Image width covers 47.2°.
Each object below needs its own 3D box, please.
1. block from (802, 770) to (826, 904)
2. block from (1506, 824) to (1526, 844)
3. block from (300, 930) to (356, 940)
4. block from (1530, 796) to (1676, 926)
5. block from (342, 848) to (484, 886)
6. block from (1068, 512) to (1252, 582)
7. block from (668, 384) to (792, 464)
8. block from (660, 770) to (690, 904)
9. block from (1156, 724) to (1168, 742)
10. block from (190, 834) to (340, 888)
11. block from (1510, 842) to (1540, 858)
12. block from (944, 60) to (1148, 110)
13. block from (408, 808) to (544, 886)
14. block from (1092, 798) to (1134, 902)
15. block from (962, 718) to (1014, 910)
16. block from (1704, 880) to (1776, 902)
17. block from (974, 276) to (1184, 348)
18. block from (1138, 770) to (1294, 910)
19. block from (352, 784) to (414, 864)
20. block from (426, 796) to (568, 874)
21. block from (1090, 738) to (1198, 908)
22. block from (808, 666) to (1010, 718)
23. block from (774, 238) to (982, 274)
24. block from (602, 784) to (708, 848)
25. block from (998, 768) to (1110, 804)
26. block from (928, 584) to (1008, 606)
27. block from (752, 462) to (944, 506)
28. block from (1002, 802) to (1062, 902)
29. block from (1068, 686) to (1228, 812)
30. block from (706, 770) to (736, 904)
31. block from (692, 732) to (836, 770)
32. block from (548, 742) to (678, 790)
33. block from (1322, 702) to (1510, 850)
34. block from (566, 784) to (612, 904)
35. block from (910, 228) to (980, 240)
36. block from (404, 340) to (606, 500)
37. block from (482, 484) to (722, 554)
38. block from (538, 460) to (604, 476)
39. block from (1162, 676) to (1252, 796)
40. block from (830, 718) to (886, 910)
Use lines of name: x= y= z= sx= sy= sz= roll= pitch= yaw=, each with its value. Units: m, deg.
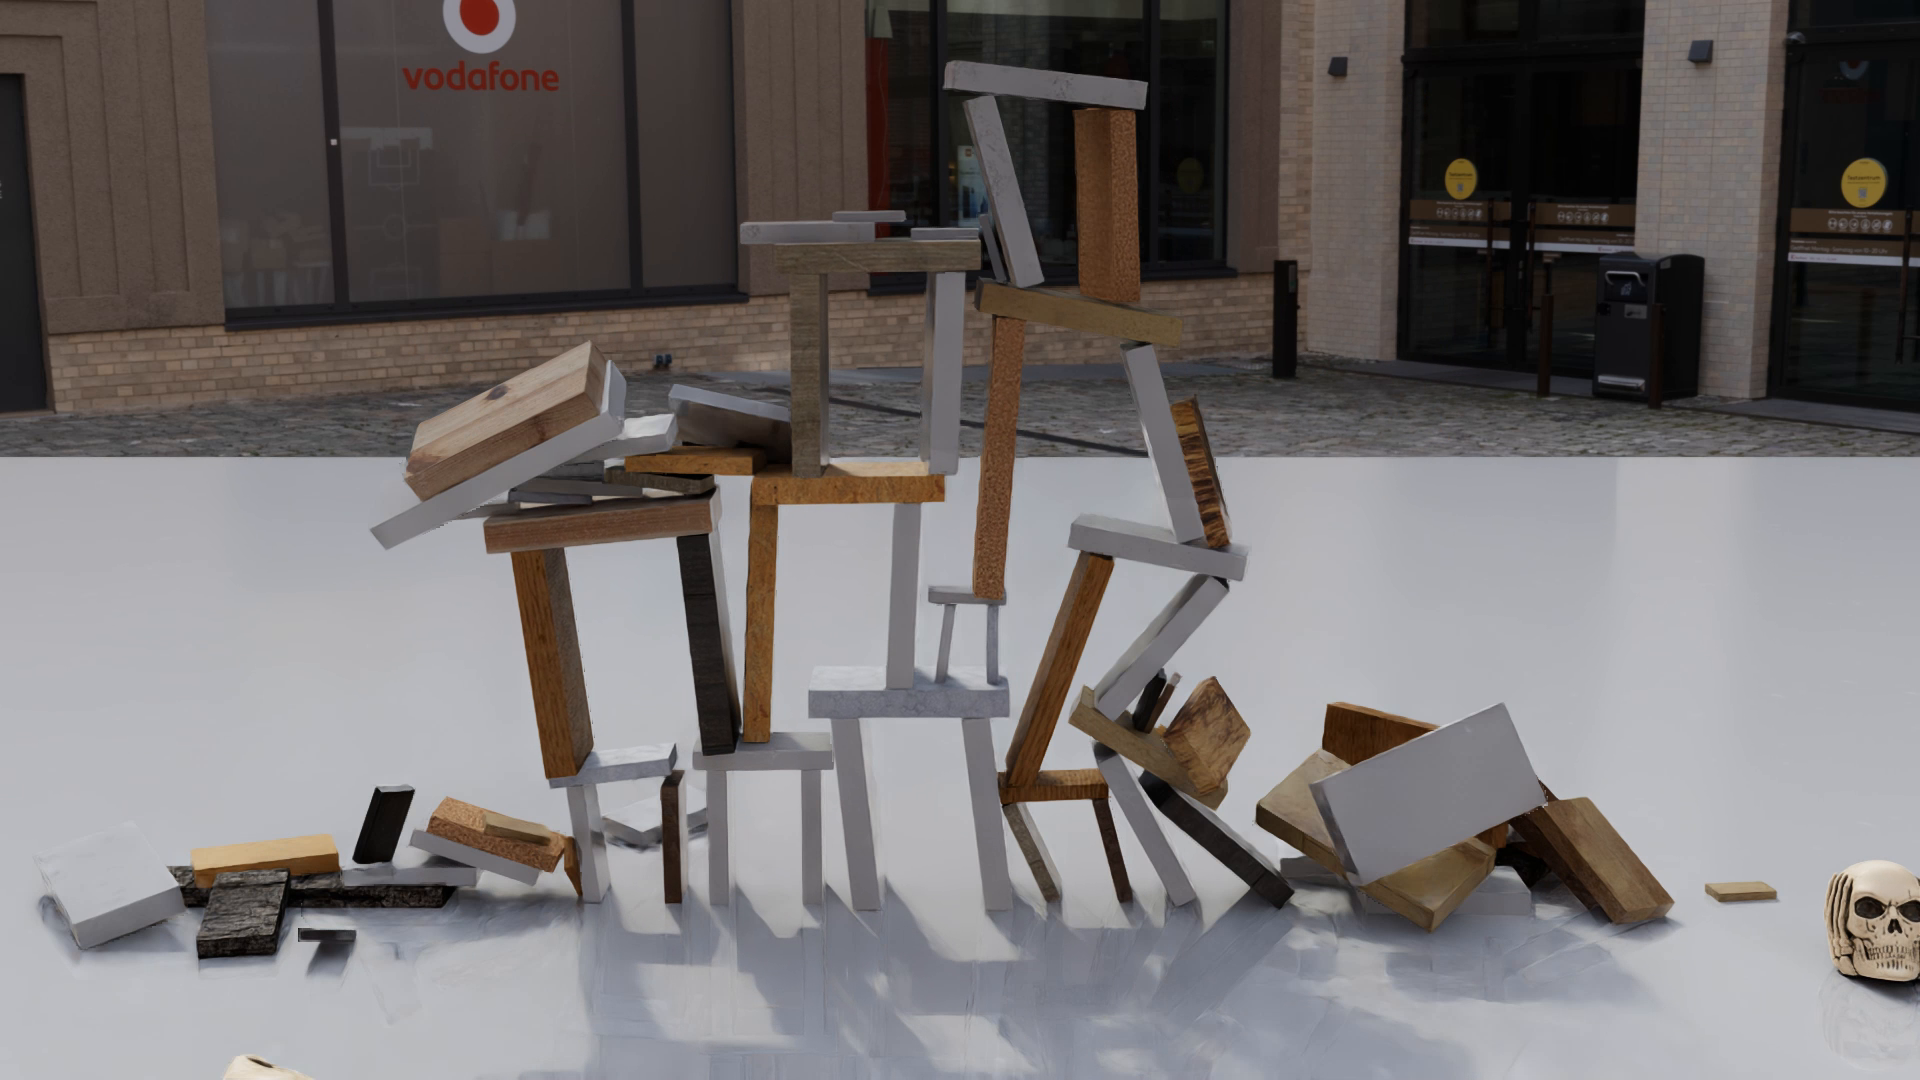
block: x=-0.243 y=0.477 z=3.654 sx=0.032 sy=0.229 sz=0.114 roll=0 pitch=11 yaw=-1
block: x=0.925 y=0.456 z=3.858 sx=0.140 sy=0.040 sz=0.281 roll=-8 pitch=16 yaw=14
block: x=-0.979 y=0.612 z=3.409 sx=0.054 sy=0.015 sz=0.109 roll=0 pitch=-9 yaw=1
block: x=1.049 y=0.522 z=3.595 sx=0.117 sy=0.033 sz=0.234 roll=-2 pitch=43 yaw=-33
block: x=-0.905 y=0.543 z=3.660 sx=0.216 sy=0.031 sz=0.108 roll=0 pitch=10 yaw=-3
block: x=0.325 y=0.010 z=3.563 sx=0.283 sy=0.040 sz=0.142 roll=11 pitch=10 yaw=8
block: x=-0.368 y=-0.188 z=3.580 sx=0.207 sy=0.103 sz=0.029 roll=12 pitch=52 yaw=9
block: x=-0.473 y=0.492 z=3.653 sx=0.028 sy=0.199 sz=0.099 roll=0 pitch=11 yaw=0
block: x=0.363 y=0.339 z=3.616 sx=0.050 sy=0.014 sz=0.100 roll=26 pitch=11 yaw=-22
block: x=-1.166 y=0.537 z=3.689 sx=0.228 sy=0.032 sz=0.114 roll=-4 pitch=11 yaw=-22
block: x=0.988 y=0.495 z=3.873 sx=0.133 sy=0.038 sz=0.265 roll=-5 pitch=12 yaw=-23
block: x=0.131 y=-0.709 z=3.433 sx=0.298 sy=0.042 sz=0.149 roll=5 pitch=10 yaw=-7
block: x=-0.796 y=0.510 z=3.653 sx=0.216 sy=0.031 sz=0.108 roll=19 pitch=9 yaw=-4
block: x=0.251 y=0.502 z=3.654 sx=0.025 sy=0.178 sz=0.089 roll=-15 pitch=10 yaw=3
block: x=0.044 y=0.430 z=3.638 sx=0.046 sy=0.322 sz=0.161 roll=-7 pitch=11 yaw=1
block: x=1.299 y=0.585 z=3.659 sx=0.101 sy=0.014 sz=0.050 roll=-1 pitch=11 yaw=-7
block: x=0.185 y=-0.363 z=3.499 sx=0.317 sy=0.045 sz=0.158 roll=10 pitch=10 yaw=-5
block: x=0.420 y=0.486 z=3.618 sx=0.279 sy=0.040 sz=0.140 roll=40 pitch=4 yaw=-16
block: x=-0.944 y=0.466 z=3.603 sx=0.019 sy=0.133 sz=0.067 roll=30 pitch=16 yaw=33
block: x=-0.765 y=0.488 z=3.648 sx=0.216 sy=0.031 sz=0.108 roll=19 pitch=9 yaw=-4
block: x=0.303 y=0.459 z=3.642 sx=0.040 sy=0.279 sz=0.140 roll=-28 pitch=11 yaw=5
block: x=-0.082 y=0.248 z=3.603 sx=0.322 sy=0.046 sz=0.161 roll=0 pitch=11 yaw=0
block: x=-0.129 y=-0.450 z=3.472 sx=0.319 sy=0.045 sz=0.159 roll=-1 pitch=11 yaw=-2
block: x=-0.538 y=0.501 z=4.007 sx=0.105 sy=0.030 sz=0.210 roll=16 pitch=20 yaw=37
block: x=0.154 y=0.406 z=3.635 sx=0.178 sy=0.025 sz=0.089 roll=-3 pitch=10 yaw=0
block: x=0.013 y=0.089 z=3.574 sx=0.128 sy=0.018 sz=0.064 roll=2 pitch=10 yaw=0
block: x=-0.176 y=-0.092 z=3.538 sx=0.302 sy=0.043 sz=0.151 roll=-1 pitch=11 yaw=-1
block: x=0.120 y=0.505 z=3.655 sx=0.025 sy=0.178 sz=0.089 roll=-24 pitch=8 yaw=8
block: x=0.309 y=0.340 z=3.613 sx=0.279 sy=0.040 sz=0.140 roll=31 pitch=10 yaw=1
block: x=-0.396 y=0.477 z=3.651 sx=0.032 sy=0.229 sz=0.114 roll=0 pitch=11 yaw=-1
block: x=-0.321 y=0.348 z=3.630 sx=0.229 sy=0.032 sz=0.114 roll=0 pitch=11 yaw=-1
block: x=-0.573 y=0.373 z=3.635 sx=0.199 sy=0.028 sz=0.099 roll=-7 pitch=10 yaw=1
block: x=0.771 y=0.397 z=3.734 sx=0.347 sy=0.174 sz=0.049 roll=12 pitch=10 yaw=43
block: x=-0.616 y=0.491 z=3.653 sx=0.028 sy=0.199 sz=0.099 roll=-7 pitch=10 yaw=2
block: x=-0.024 y=-0.486 z=3.488 sx=0.108 sy=0.015 sz=0.054 roll=-1 pitch=11 yaw=0
block: x=-0.713 y=-0.189 z=3.460 sx=0.326 sy=0.046 sz=0.163 roll=-24 pitch=33 yaw=12
block: x=-0.574 y=-0.035 z=3.564 sx=0.359 sy=0.051 sz=0.180 roll=-5 pitch=10 yaw=0
block: x=-0.658 y=-0.121 z=3.566 sx=0.158 sy=0.022 sz=0.079 roll=-2 pitch=12 yaw=-11
block: x=0.404 y=0.316 z=3.576 sx=0.033 sy=0.117 sz=0.234 roll=-32 pitch=4 yaw=26
block: x=-0.166 y=0.430 z=3.638 sx=0.046 sy=0.322 sz=0.161 roll=-6 pitch=10 yaw=2
